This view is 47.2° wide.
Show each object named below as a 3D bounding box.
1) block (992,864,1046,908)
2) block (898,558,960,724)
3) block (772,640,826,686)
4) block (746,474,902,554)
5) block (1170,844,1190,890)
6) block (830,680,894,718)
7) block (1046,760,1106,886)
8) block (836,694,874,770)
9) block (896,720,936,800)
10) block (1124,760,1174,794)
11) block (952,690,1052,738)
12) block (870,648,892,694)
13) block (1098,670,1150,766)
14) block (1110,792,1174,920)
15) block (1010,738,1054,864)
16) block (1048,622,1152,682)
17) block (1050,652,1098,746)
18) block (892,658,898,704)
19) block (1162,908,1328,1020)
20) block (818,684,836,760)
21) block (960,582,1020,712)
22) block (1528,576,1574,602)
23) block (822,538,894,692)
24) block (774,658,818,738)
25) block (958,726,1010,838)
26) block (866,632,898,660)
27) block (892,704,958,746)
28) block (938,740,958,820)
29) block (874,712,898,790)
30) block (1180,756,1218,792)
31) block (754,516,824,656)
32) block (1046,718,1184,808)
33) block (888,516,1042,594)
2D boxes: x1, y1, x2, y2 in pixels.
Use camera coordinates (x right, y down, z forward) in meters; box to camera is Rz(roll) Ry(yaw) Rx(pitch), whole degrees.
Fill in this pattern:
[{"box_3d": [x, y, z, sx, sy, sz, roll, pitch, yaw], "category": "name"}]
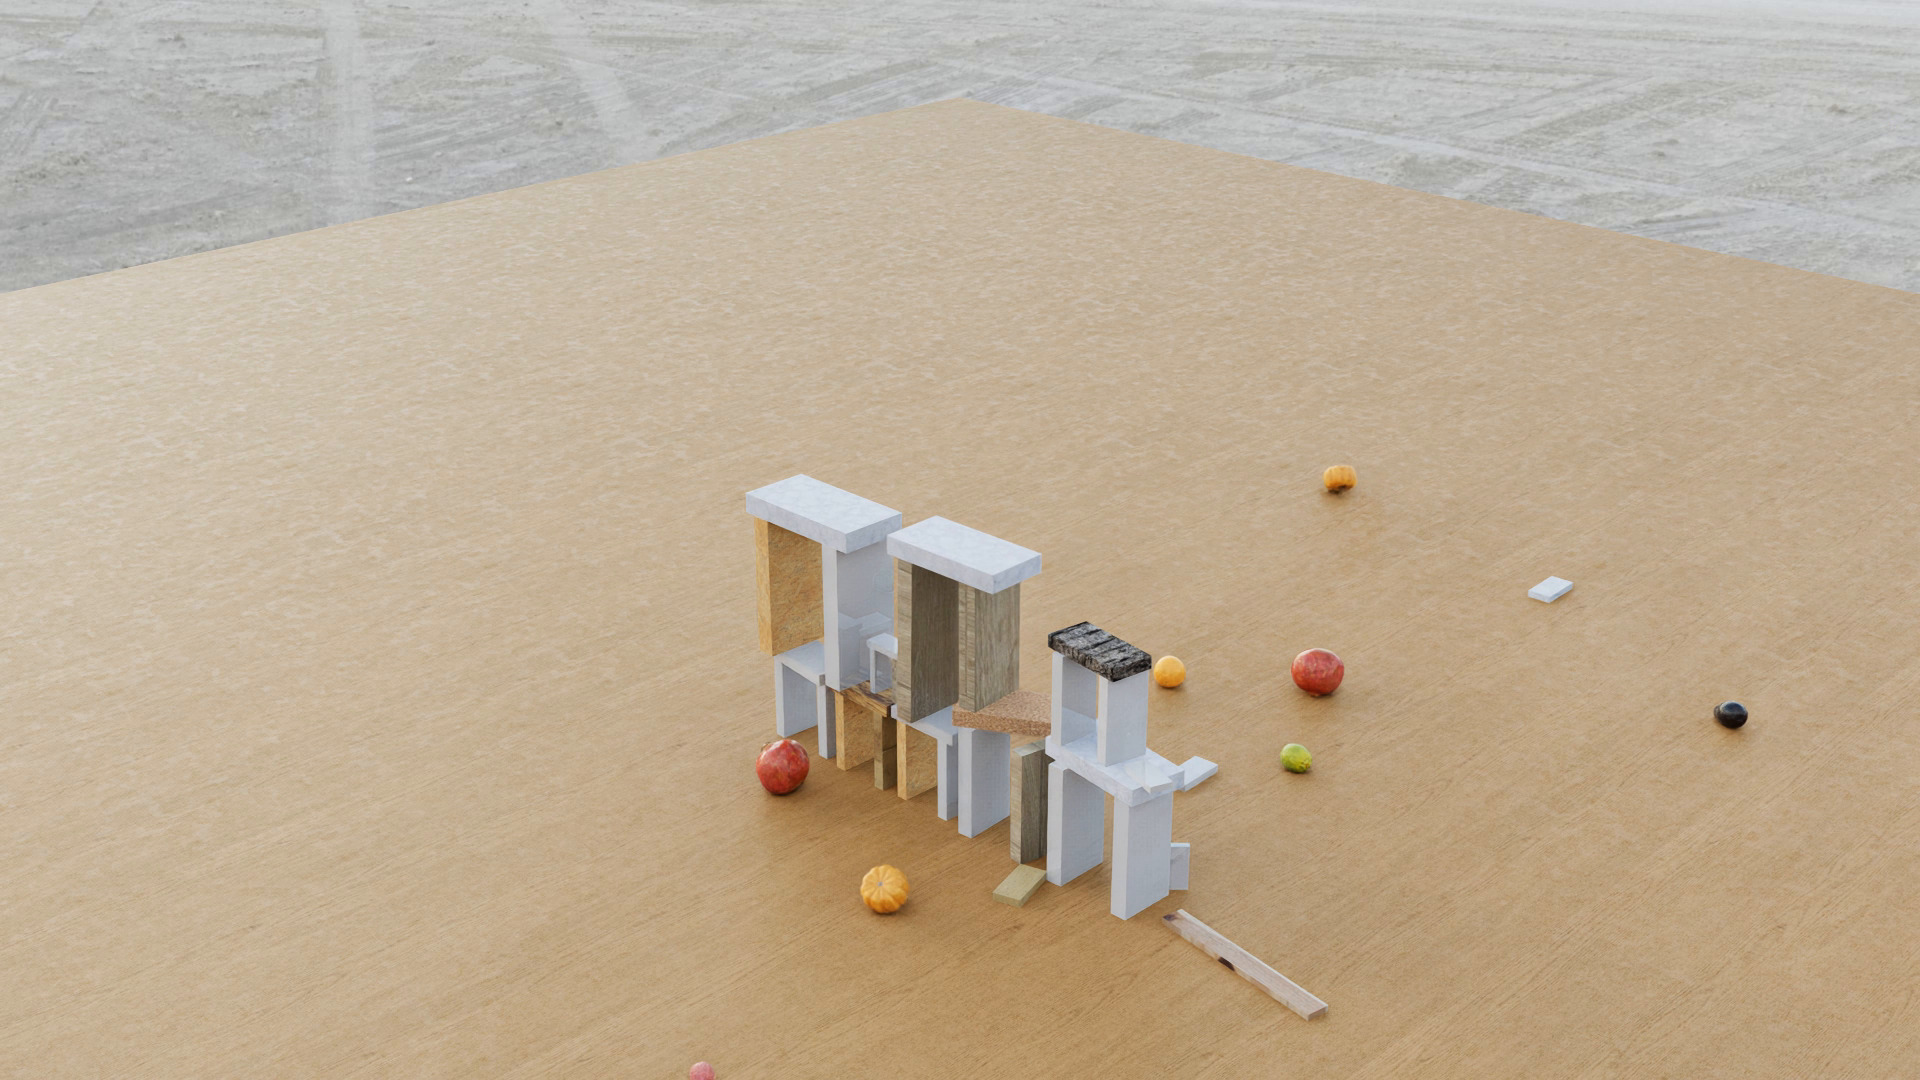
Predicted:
[{"box_3d": [0.114, 0.658, 4.188, 0.059, 0.017, 0.117, 12, 26, 26], "category": "block"}, {"box_3d": [-0.060, 0.182, 4.369, 0.139, 0.349, 0.039, -21, 32, -40], "category": "block"}, {"box_3d": [-0.312, 0.253, 4.660, 0.092, 0.026, 0.184, -17, 28, -34], "category": "block"}, {"box_3d": [-0.281, -0.056, 4.513, 0.308, 0.044, 0.154, 21, 31, 40], "category": "block"}, {"box_3d": [0.411, 0.620, 4.178, 0.047, 0.095, 0.013, 0, 23, 0], "category": "block"}, {"box_3d": [-0.179, 0.313, 4.543, 0.088, 0.025, 0.175, -21, 31, -40], "category": "block"}, {"box_3d": [0.222, 0.524, 4.204, 0.036, 0.252, 0.126, 20, 30, 39], "category": "block"}, {"box_3d": [-0.219, 0.389, 4.620, 0.088, 0.175, 0.025, -21, 31, -40], "category": "block"}, {"box_3d": [-0.088, 0.436, 4.506, 0.025, 0.176, 0.088, 21, 31, 41], "category": "block"}, {"box_3d": [0.342, 0.429, 3.995, 0.047, 0.013, 0.094, -11, 25, -24], "category": "block"}, {"box_3d": [0.116, 0.337, 4.310, 0.239, 0.034, 0.120, 6, 24, 15], "category": "block"}, {"box_3d": [-0.161, 0.261, 4.505, 0.049, 0.100, 0.014, -21, 30, -40], "category": "block"}, {"box_3d": [0.299, 0.318, 4.037, 0.093, 0.185, 0.026, -14, 27, -29], "category": "block"}, {"box_3d": [0.339, 0.570, 4.095, 0.036, 0.252, 0.126, 21, 31, 41], "category": "block"}, {"box_3d": [0.157, 0.503, 4.269, 0.120, 0.239, 0.034, -15, 27, -32], "category": "block"}, {"box_3d": [0.255, 0.204, 4.035, 0.093, 0.026, 0.185, -16, 28, -34], "category": "block"}, {"box_3d": [0.214, 0.285, 4.115, 0.093, 0.185, 0.026, -19, 30, -38], "category": "block"}, {"box_3d": [-0.115, 0.278, 4.462, 0.049, 0.099, 0.014, -21, 29, -40], "category": "block"}, {"box_3d": [0.507, 0.760, 3.953, 0.047, 0.013, 0.382, -16, 28, -33], "category": "block"}, {"box_3d": [-0.258, 0.364, 4.667, 0.026, 0.184, 0.092, 21, 31, 41], "category": "block"}, {"box_3d": [0.058, 0.183, 4.275, 0.039, 0.277, 0.139, 18, 29, 36], "category": "block"}, {"box_3d": [1.464, 0.122, 5.451, 0.059, 0.017, 0.117, 20, 30, 38], "category": "block"}, {"box_3d": [-0.207, 0.139, 4.515, 0.154, 0.317, 0.044, -21, 31, -40], "category": "block"}, {"box_3d": [-0.354, 0.328, 4.753, 0.092, 0.184, 0.026, -20, 30, -38], "category": "block"}, {"box_3d": [0.049, 0.460, 4.370, 0.034, 0.239, 0.120, 19, 29, 37], "category": "block"}, {"box_3d": [-0.138, 0.217, 4.462, 0.049, 0.014, 0.099, -21, 30, -40], "category": "block"}, {"box_3d": [-0.046, 0.360, 4.429, 0.088, 0.025, 0.176, -21, 31, -41], "category": "block"}, {"box_3d": [-0.005, 0.469, 4.430, 0.025, 0.176, 0.088, 21, 31, 41], "category": "block"}, {"box_3d": [-0.137, 0.421, 4.544, 0.025, 0.175, 0.088, 21, 31, 41], "category": "block"}, {"box_3d": [0.481, 0.488, 4.590, 0.059, 0.017, 0.117, 19, 30, 38], "category": "block"}, {"box_3d": [-0.355, 0.078, 4.646, 0.154, 0.308, 0.044, -20, 30, -39], "category": "block"}, {"box_3d": [0.287, 0.413, 4.097, 0.126, 0.036, 0.252, -16, 28, -33], "category": "block"}, {"box_3d": [0.007, 0.027, 4.237, 0.277, 0.039, 0.139, 20, 30, 39], "category": "block"}]
